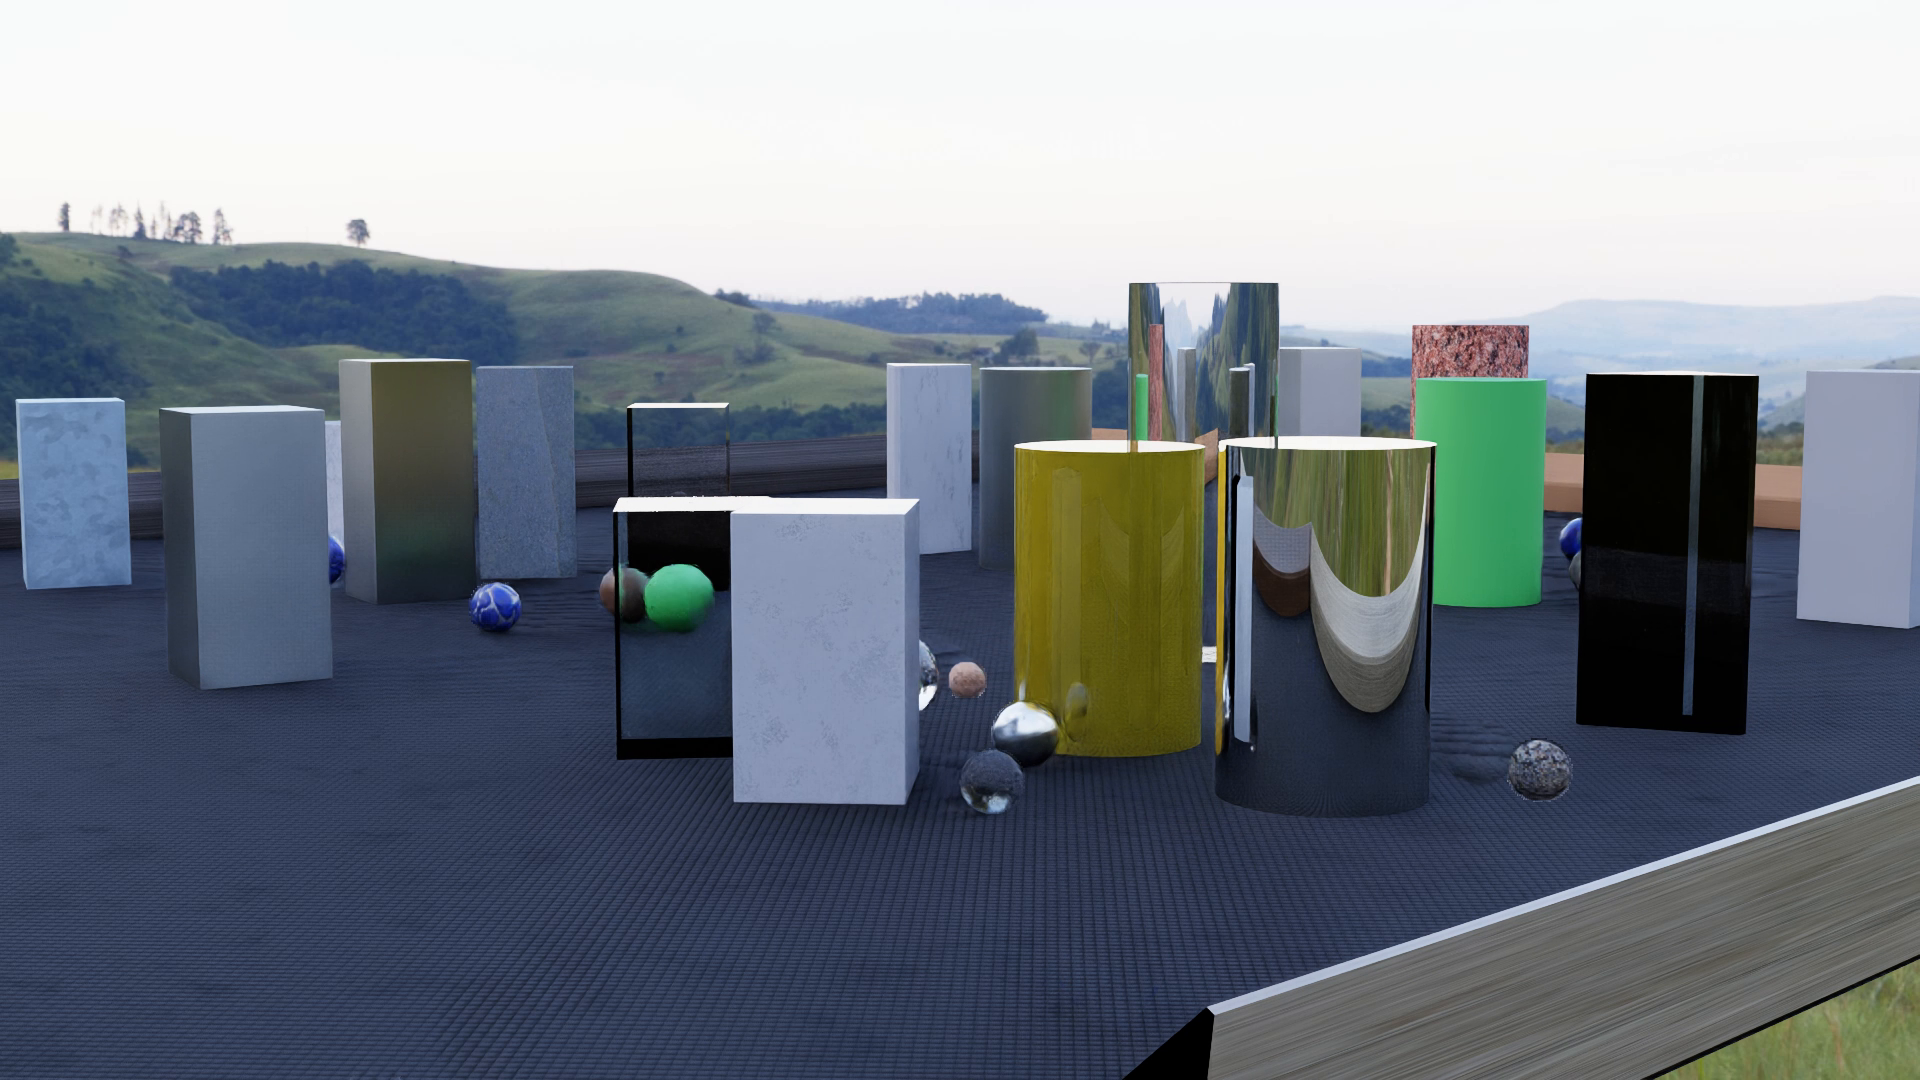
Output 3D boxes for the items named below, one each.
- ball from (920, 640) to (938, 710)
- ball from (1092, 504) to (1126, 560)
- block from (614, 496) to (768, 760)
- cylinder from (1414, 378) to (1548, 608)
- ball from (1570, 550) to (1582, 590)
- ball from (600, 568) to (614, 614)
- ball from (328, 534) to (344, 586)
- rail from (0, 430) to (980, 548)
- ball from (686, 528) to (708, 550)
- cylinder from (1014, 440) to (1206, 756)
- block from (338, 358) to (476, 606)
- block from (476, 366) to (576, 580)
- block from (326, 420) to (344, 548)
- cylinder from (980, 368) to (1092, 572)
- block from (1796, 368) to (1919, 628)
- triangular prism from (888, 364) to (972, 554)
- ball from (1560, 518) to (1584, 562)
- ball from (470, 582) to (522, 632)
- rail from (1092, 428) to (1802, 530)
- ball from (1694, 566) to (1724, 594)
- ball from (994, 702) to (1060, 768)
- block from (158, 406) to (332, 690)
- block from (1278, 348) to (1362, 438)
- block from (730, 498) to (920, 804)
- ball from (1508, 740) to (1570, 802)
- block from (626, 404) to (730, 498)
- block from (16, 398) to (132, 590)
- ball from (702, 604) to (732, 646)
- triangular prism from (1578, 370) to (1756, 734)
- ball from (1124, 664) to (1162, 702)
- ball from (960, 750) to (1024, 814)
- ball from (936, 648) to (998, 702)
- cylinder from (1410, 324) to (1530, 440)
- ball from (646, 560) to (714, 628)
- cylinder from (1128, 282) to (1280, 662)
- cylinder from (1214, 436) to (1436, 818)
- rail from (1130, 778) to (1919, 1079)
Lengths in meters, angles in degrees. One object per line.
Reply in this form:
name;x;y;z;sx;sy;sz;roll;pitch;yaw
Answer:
ball;-0.071;0.148;2.397;0.096;0.096;0.096;0;6;0
ball;0.246;-0.014;3.929;0.098;0.098;0.098;0;6;0
block;-0.271;0.086;2.256;0.156;0.248;0.156;-1;6;-6
cylinder;0.797;-0.078;3.382;0.195;0.339;0.195;0;6;0
ball;0.989;0.048;3.416;0.082;0.082;0.082;0;6;0
ball;-0.480;0.074;3.175;0.081;0.081;0.081;0;6;0
ball;-1.011;0.031;3.448;0.093;0.093;0.093;0;6;0
rail;-1.203;-0.103;4.628;4.043;0.127;0.045;-5;8;-42
ball;-0.489;-0.003;4.096;0.042;0.042;0.042;0;6;0
cylinder;0.154;0.055;2.278;0.195;0.305;0.195;0;6;0
block;-0.857;-0.095;3.410;0.156;0.367;0.156;-4;7;-33
block;-0.731;-0.118;3.716;0.156;0.348;0.156;-1;6;-9
block;-1.102;-0.096;4.038;0.156;0.239;0.156;5;8;42
cylinder;0.131;-0.126;3.819;0.195;0.343;0.195;0;6;0
block;1.321;-0.065;3.171;0.156;0.357;0.156;5;8;41
triangular prism;-0.090;-0.153;4.077;0.169;0.344;0.147;-4;7;-37
ball;1.091;0.003;3.844;0.083;0.083;0.083;0;6;0
ball;-0.642;0.094;3.044;0.069;0.069;0.069;0;6;0
rail;1.468;-0.108;4.679;0.045;0.127;3.594;-5;8;-42
ball;1.176;0.063;3.451;0.044;0.044;0.044;0;6;0
ball;0.065;0.190;2.147;0.064;0.064;0.064;0;6;0
block;-0.869;0.004;2.674;0.156;0.325;0.156;-4;7;-32
block;0.662;-0.185;4.254;0.156;0.371;0.156;-4;7;-34
block;-0.122;0.099;2.053;0.156;0.263;0.156;0;6;4
ball;0.527;0.210;2.000;0.055;0.055;0.055;0;6;0
block;-0.458;-0.076;3.601;0.156;0.289;0.156;0;6;-4
block;-1.451;-0.080;3.599;0.156;0.298;0.156;-3;7;-25
ball;-0.316;0.113;2.928;0.054;0.054;0.054;0;6;0
triangular prism;0.771;0.007;2.390;0.169;0.377;0.147;2;6;21
ball;0.201;0.157;2.416;0.042;0.042;0.042;0;6;0
ball;0.028;0.214;1.948;0.057;0.057;0.057;0;6;0
ball;0.008;0.161;2.527;0.072;0.072;0.072;0;6;0
cylinder;0.875;-0.160;3.791;0.195;0.418;0.195;0;6;0
ball;-0.393;0.075;3.084;0.096;0.096;0.096;0;6;0
cylinder;0.315;-0.093;2.861;0.195;0.479;0.195;0;6;0
cylinder;0.333;0.073;2.014;0.195;0.324;0.195;0;6;0
rail;1.203;0.169;2.036;4.043;0.127;0.045;-5;8;-42
